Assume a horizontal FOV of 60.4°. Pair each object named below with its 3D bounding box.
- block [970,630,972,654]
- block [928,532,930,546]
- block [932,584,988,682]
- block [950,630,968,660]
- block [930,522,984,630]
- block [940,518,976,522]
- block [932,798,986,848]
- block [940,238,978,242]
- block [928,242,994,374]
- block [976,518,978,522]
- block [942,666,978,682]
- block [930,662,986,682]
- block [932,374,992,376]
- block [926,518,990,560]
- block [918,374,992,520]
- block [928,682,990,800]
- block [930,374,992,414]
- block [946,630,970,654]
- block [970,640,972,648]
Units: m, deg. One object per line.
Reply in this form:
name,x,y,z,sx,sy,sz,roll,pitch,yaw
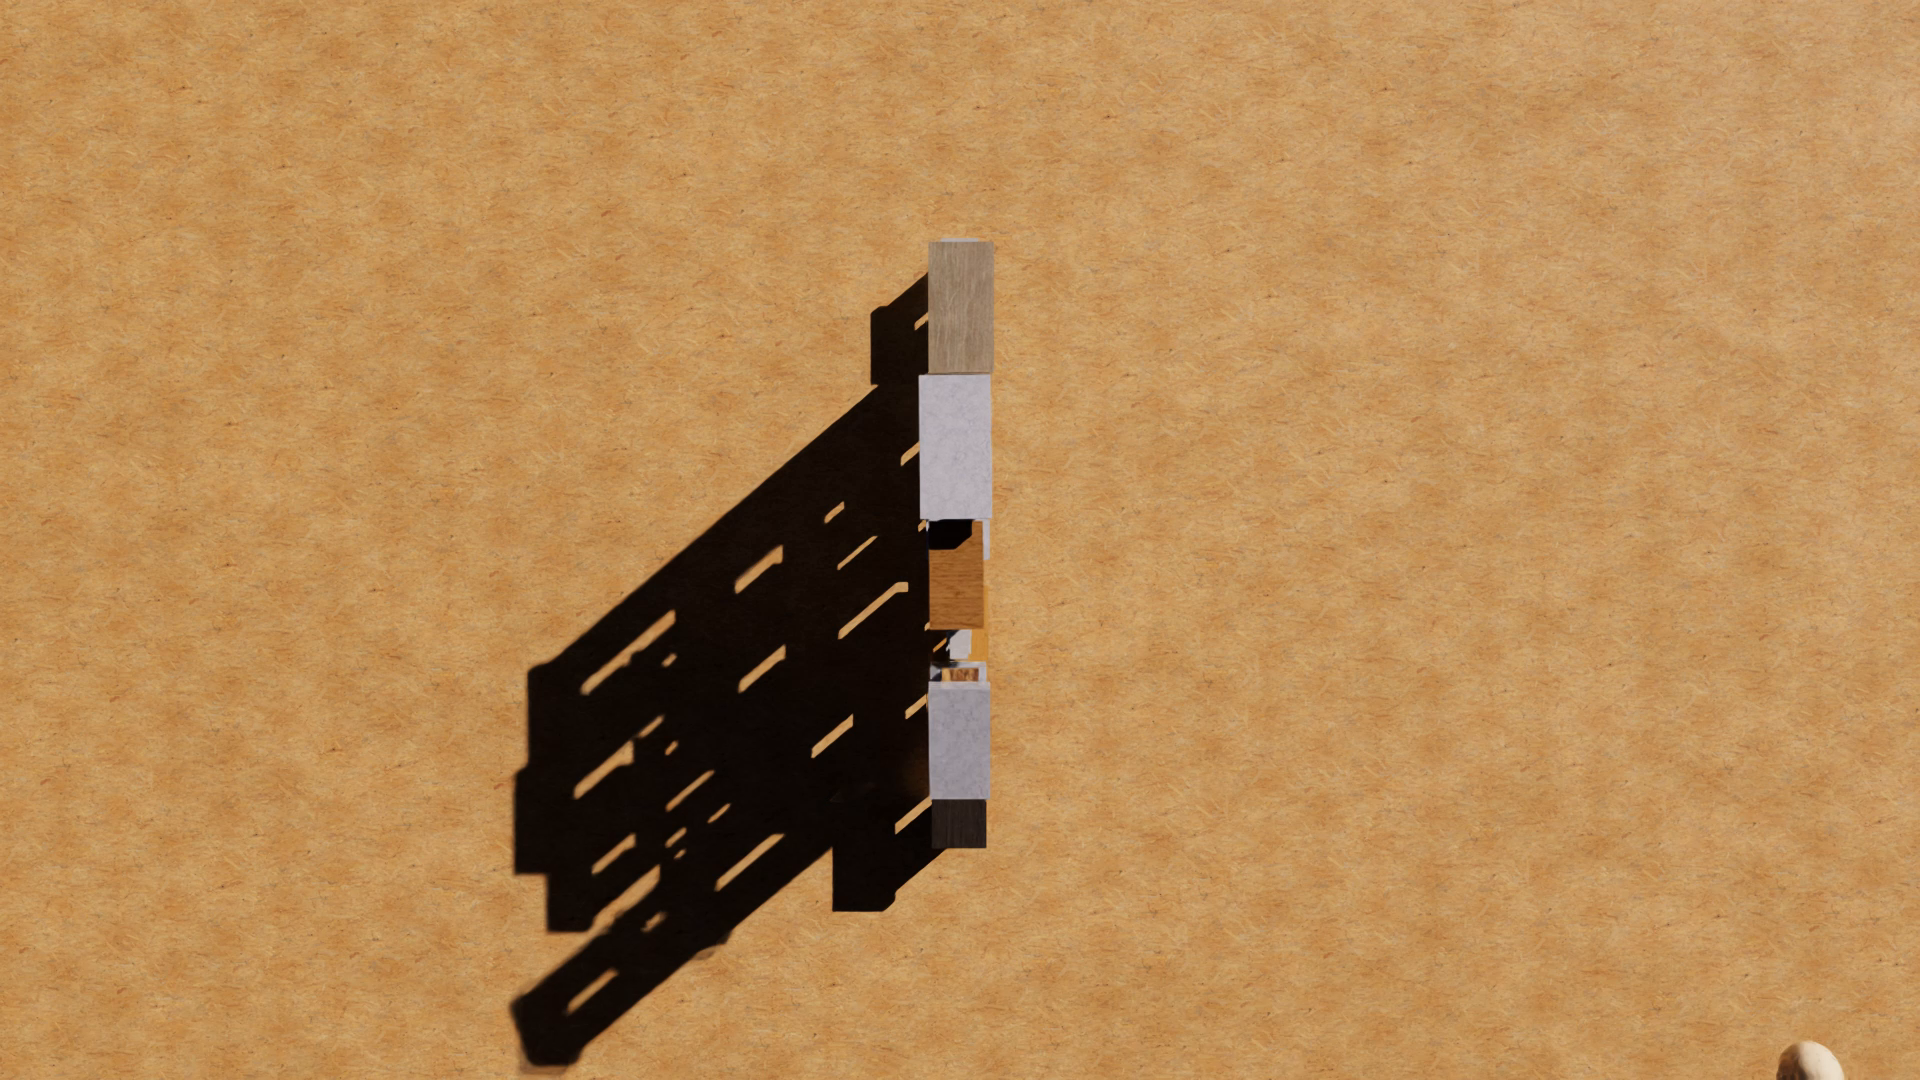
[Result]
block,0.001,0.258,4.661,0.063,0.018,0.125,1,90,0
block,-0.010,-0.001,4.173,0.131,0.263,0.037,1,90,0
block,0.000,0.299,4.819,0.167,0.047,0.334,0,90,0
block,-0.002,0.268,4.389,0.049,0.014,0.097,0,90,0
block,-0.009,0.086,4.023,0.131,0.037,0.263,0,90,0
block,-0.004,-0.110,4.317,0.095,0.027,0.190,0,90,0
block,-0.002,0.786,5.136,0.170,0.048,0.340,0,90,0
block,-0.001,-0.836,5.244,0.120,0.034,0.239,0,90,0
block,0.003,-0.556,3.956,0.156,0.044,0.312,0,90,0
block,-0.002,-0.047,4.426,0.095,0.190,0.027,0,90,0
block,0.001,0.421,4.230,0.095,0.027,0.190,0,98,0
block,-0.004,0.481,4.493,0.153,0.043,0.307,0,108,0
block,0.004,-0.450,4.133,0.156,0.312,0.044,0,90,0
block,-0.006,-0.118,4.545,0.173,0.049,0.346,-1,90,0
block,-0.011,-0.220,3.926,0.170,0.048,0.340,-1,90,0
block,-0.001,0.478,3.924,0.145,0.041,0.290,0,110,0
block,0.001,-0.464,4.526,0.167,0.047,0.334,-1,90,0
block,-0.004,0.243,4.502,0.067,0.019,0.134,0,90,0
block,-0.003,0.288,4.582,0.067,0.140,0.019,1,90,0
